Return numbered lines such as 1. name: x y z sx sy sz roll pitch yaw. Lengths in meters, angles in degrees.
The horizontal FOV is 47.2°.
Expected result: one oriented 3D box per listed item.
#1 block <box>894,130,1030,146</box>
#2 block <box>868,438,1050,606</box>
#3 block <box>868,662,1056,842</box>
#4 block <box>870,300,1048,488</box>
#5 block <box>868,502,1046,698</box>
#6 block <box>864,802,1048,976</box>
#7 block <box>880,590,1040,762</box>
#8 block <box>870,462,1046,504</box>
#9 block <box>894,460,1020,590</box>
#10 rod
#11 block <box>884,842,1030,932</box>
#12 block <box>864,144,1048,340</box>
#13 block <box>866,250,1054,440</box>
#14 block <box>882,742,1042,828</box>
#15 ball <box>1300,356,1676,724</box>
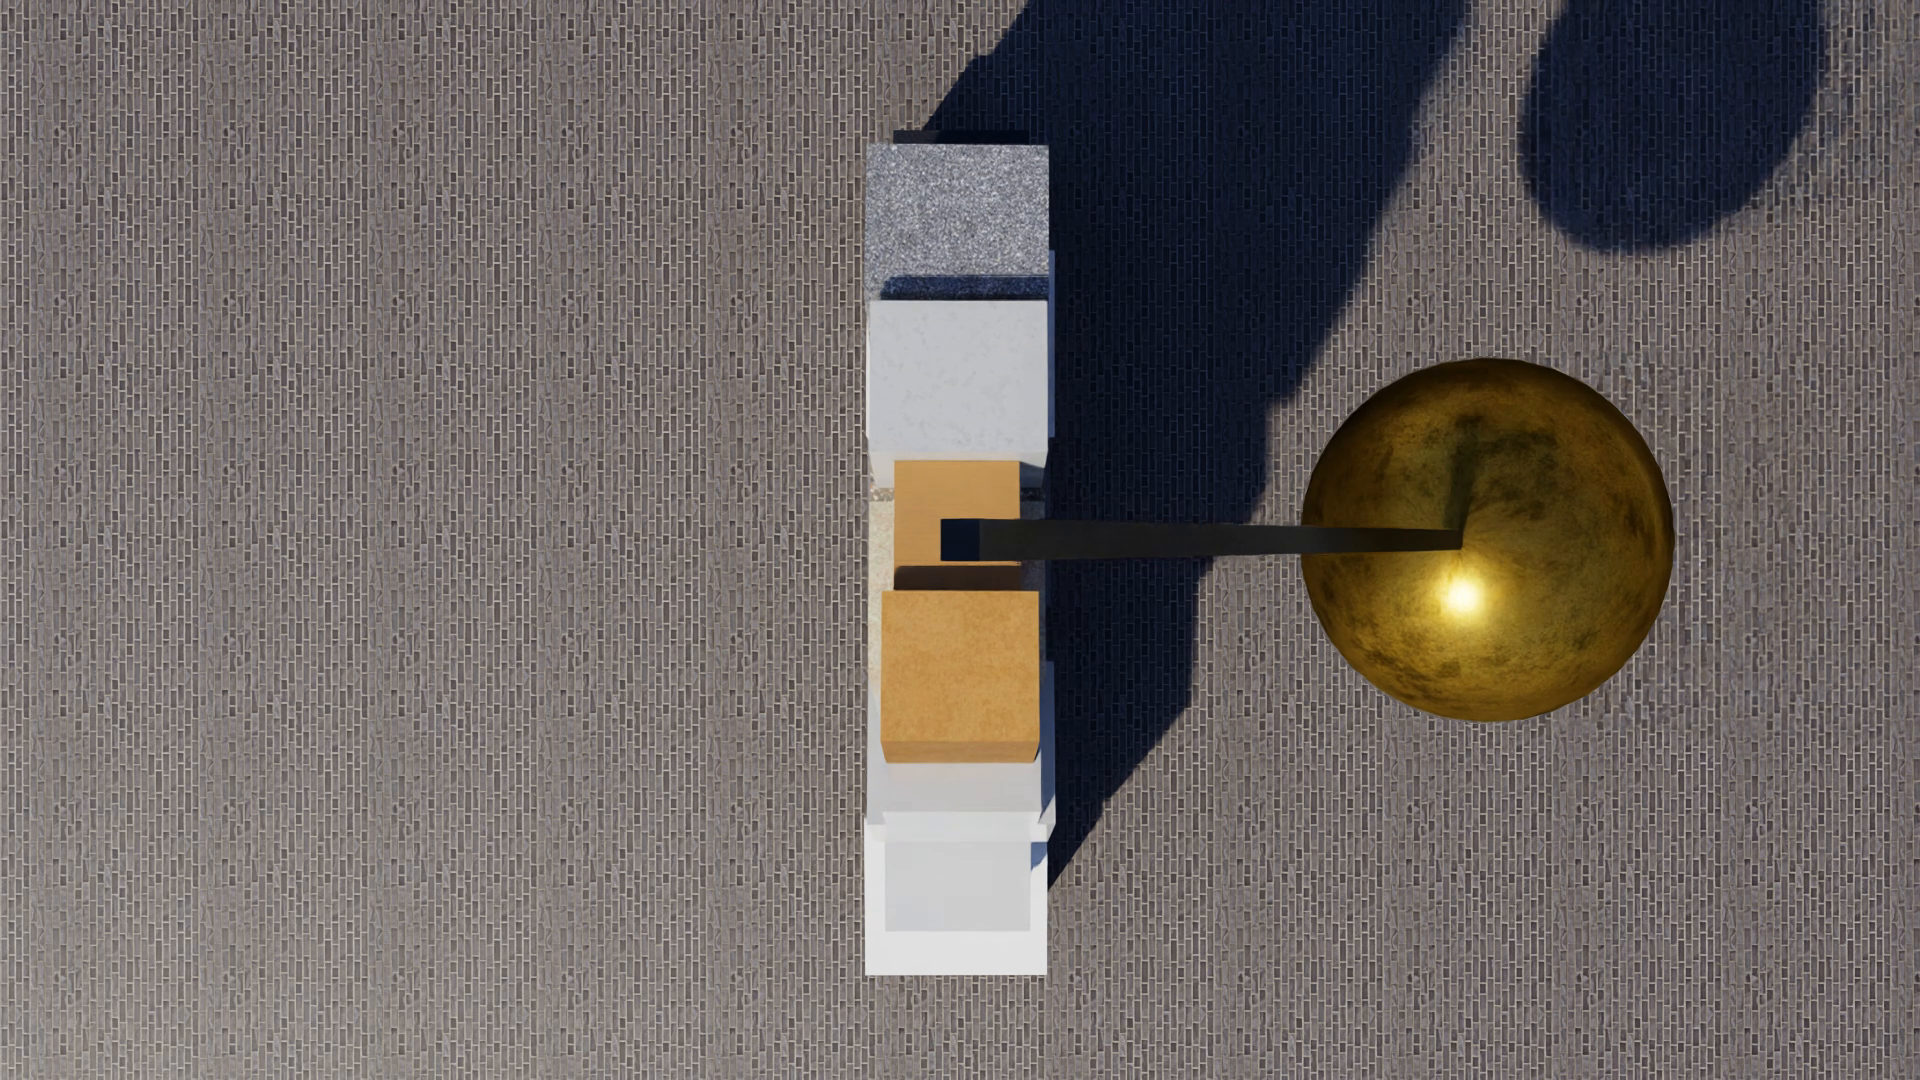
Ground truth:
1. block: 0.007 -1.814 11.819 0.706 0.763 0.634 0 90 0
2. block: -0.003 -0.092 11.717 0.938 0.889 0.854 0 90 0
3. block: 0.005 0.968 9.919 0.809 0.849 0.709 0 77 0
4. block: -0.005 -0.567 8.733 0.678 0.718 0.592 0 81 0
5. block: -0.013 0.265 9.292 0.719 0.681 0.718 0 78 0
6. block: -0.021 1.785 11.762 0.940 0.859 0.837 0 97 0
7. block: 0.000 0.541 8.544 0.591 0.655 0.571 0 77 0
8. block: -0.008 -0.461 9.455 0.719 0.741 0.734 0 81 0
9. block: -0.012 0.008 8.710 0.483 0.556 0.530 0 79 0
10. rod: 0.994 0.000 6.498 0.080 5.200 0.080 0 90 22
11. block: -0.011 1.433 10.775 0.686 0.831 0.761 0 95 0
12. block: -0.012 -1.184 8.913 0.720 0.608 0.628 1 75 0
13. block: 0.003 -1.005 11.709 0.960 0.986 0.952 0 90 0
14. block: 0.007 0.889 9.151 0.636 0.684 0.555 0 77 0
15. ball: 2.295 0.000 9.639 1.600 1.600 1.600 0 90 0
